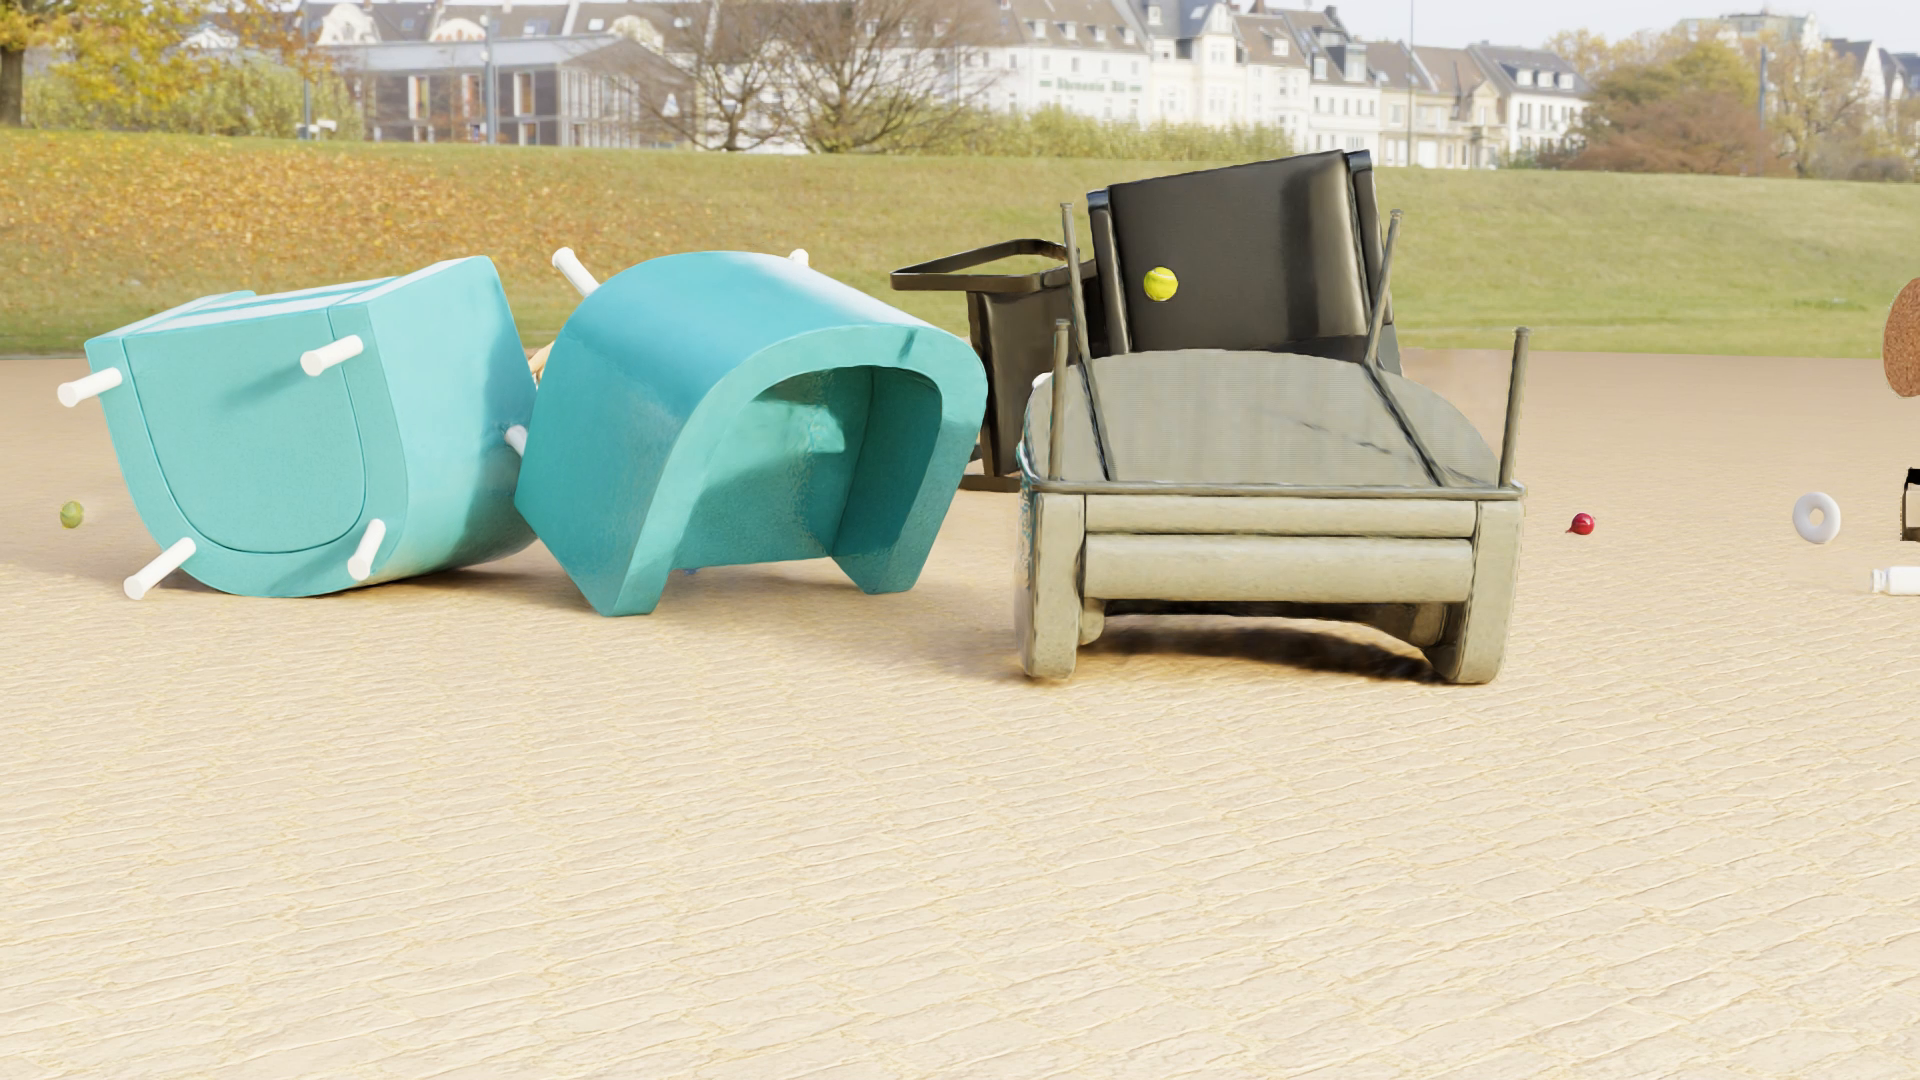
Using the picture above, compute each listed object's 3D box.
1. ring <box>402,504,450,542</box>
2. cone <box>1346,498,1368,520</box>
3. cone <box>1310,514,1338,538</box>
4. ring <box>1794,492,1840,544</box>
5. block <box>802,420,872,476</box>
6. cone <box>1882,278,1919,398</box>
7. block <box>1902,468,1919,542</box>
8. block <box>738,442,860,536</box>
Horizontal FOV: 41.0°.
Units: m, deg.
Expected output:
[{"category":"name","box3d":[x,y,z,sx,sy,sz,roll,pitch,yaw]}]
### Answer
[{"category":"ring","box3d":[-1.331,-0.042,6.398,0.108,0.039,0.264,-42,2,11]},{"category":"cone","box3d":[1.076,-0.087,6.953,0.074,0.060,0.042,-3,5,-35]},{"category":"cone","box3d":[0.903,-0.021,6.470,0.080,0.067,0.063,0,-24,-36]},{"category":"ring","box3d":[2.115,-0.054,6.336,0.028,0.120,0.149,18,32,-36]},{"category":"block","box3d":[-0.406,-0.302,8.446,0.180,0.181,0.146,1,6,24]},{"category":"cone","box3d":[2.509,-0.503,6.492,0.196,0.308,0.325,6,3,-8]},{"category":"block","box3d":[2.425,-0.085,6.372,0.144,0.137,0.151,4,24,25]},{"category":"block","box3d":[-0.415,-0.132,6.600,0.239,0.161,0.173,27,22,38]}]
